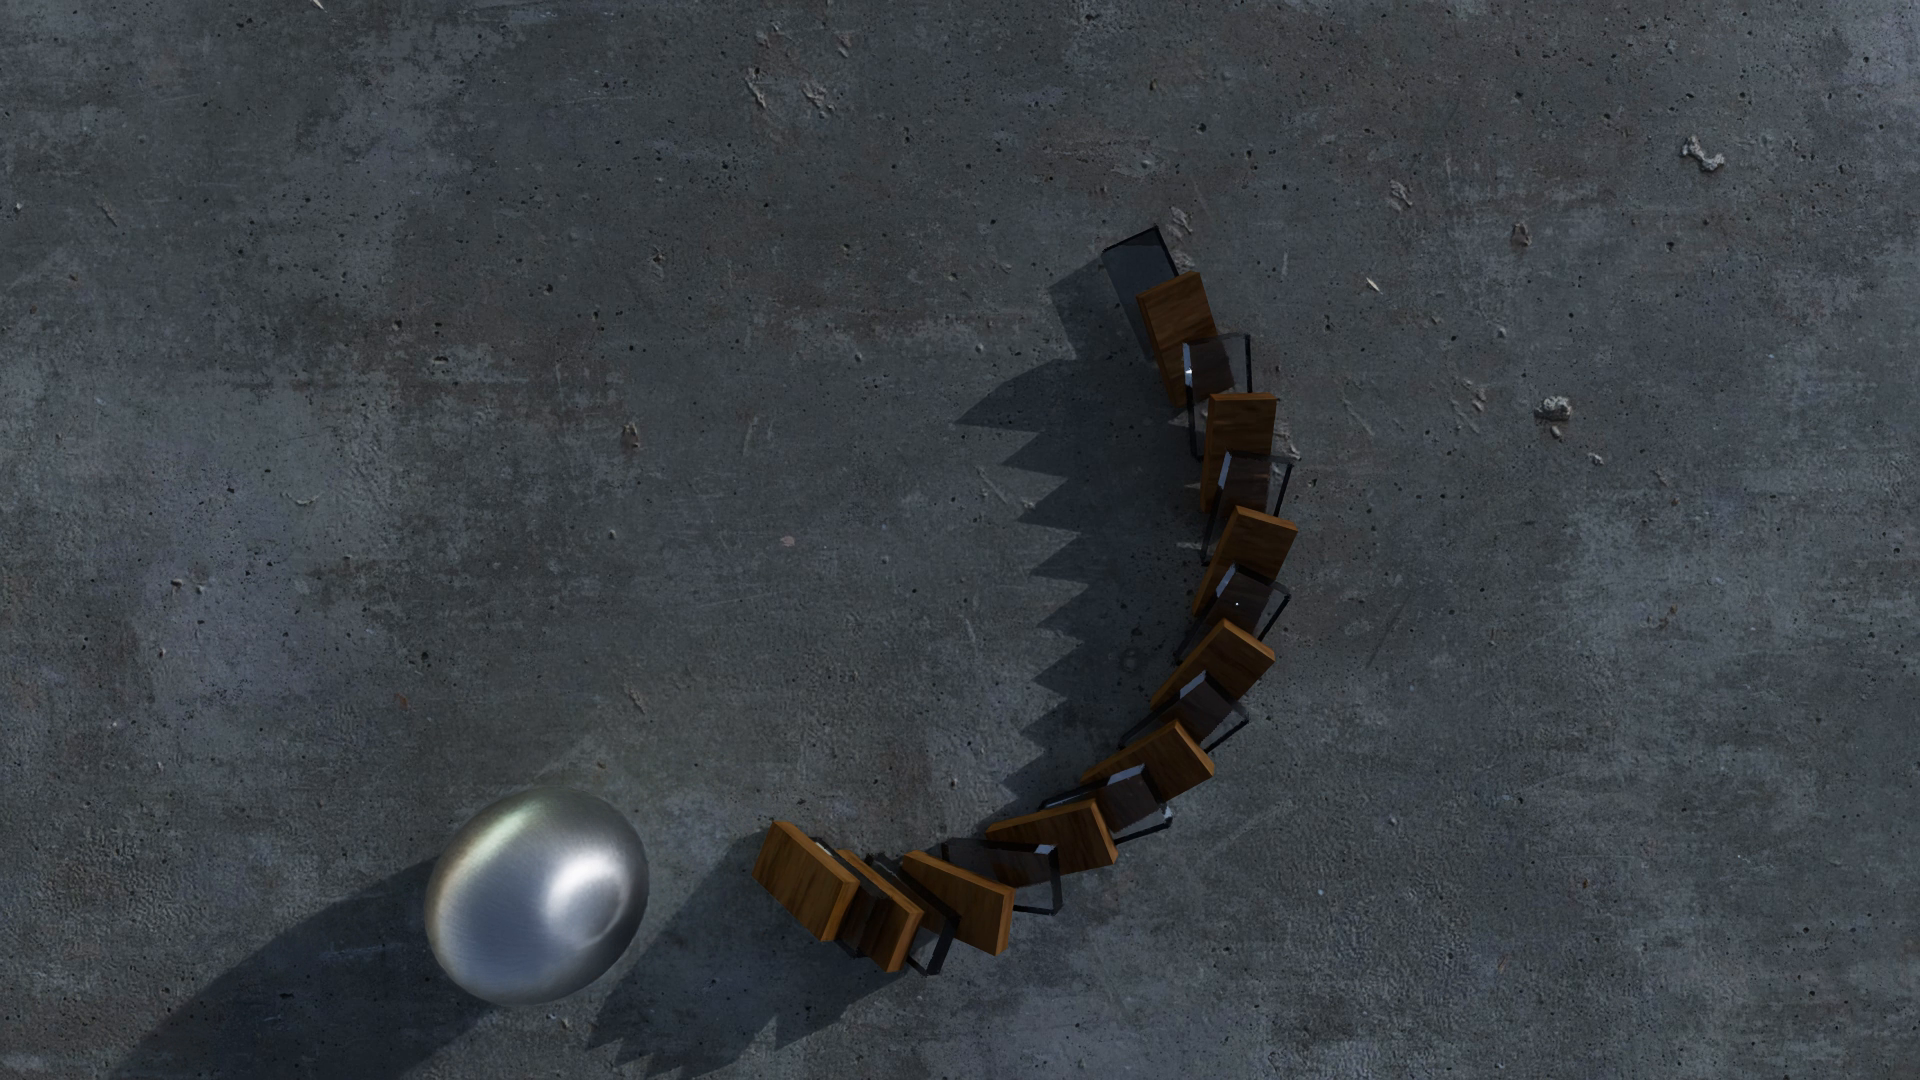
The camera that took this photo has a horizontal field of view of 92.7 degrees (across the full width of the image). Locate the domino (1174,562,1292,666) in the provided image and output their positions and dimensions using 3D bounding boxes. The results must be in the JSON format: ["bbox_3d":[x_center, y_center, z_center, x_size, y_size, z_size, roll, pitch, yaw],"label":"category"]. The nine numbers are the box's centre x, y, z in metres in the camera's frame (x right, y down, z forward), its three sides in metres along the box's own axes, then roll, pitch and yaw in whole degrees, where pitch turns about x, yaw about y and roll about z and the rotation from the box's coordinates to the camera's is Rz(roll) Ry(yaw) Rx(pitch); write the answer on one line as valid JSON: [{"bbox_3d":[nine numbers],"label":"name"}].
[{"bbox_3d":[0.114,0.036,0.385,0.025,0.009,0.050,25,115,0],"label":"domino"}]

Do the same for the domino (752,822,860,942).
[{"bbox_3d":[-0.065,0.140,0.380,0.050,0.010,0.025,22,90,42],"label":"domino"}]

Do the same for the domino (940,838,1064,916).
[{"bbox_3d":[0.017,0.140,0.384,0.050,0.010,0.025,-6,90,30],"label":"domino"}]

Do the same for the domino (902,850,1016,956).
[{"bbox_3d":[-0.002,0.150,0.382,0.050,0.010,0.025,9,92,33],"label":"domino"}]

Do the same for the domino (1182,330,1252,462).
[{"bbox_3d":[0.109,-0.060,0.386,0.025,0.009,0.050,-11,113,0],"label":"domino"}]

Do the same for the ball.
[{"bbox_3d":[-0.164,0.138,0.360,0.080,0.080,0.080,0,90,0],"label":"ball"}]

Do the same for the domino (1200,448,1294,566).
[{"bbox_3d":[0.119,-0.012,0.385,0.025,0.010,0.050,8,115,0],"label":"domino"}]

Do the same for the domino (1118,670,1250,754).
[{"bbox_3d":[0.093,0.080,0.385,0.025,0.009,0.050,44,115,0],"label":"domino"}]

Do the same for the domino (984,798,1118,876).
[{"bbox_3d":[0.038,0.128,0.385,0.050,0.009,0.025,-22,90,24],"label":"domino"}]

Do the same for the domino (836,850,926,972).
[{"bbox_3d":[-0.039,0.152,0.380,0.050,0.010,0.025,22,90,42],"label":"domino"}]

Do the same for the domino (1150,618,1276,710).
[{"bbox_3d":[0.105,0.059,0.385,0.025,0.009,0.050,34,116,0],"label":"domino"}]

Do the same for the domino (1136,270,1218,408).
[{"bbox_3d":[0.094,-0.084,0.385,0.025,0.010,0.050,-25,114,0],"label":"domino"}]

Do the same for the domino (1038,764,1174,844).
[{"bbox_3d":[0.061,0.115,0.385,0.050,0.009,0.025,-28,91,25],"label":"domino"}]

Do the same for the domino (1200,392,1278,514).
[{"bbox_3d":[0.116,-0.036,0.385,0.025,0.009,0.050,-2,115,0],"label":"domino"}]

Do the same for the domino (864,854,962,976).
[{"bbox_3d":[-0.024,0.154,0.380,0.050,0.009,0.025,22,90,42],"label":"domino"}]

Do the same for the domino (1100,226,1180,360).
[{"bbox_3d":[0.083,-0.106,0.395,0.025,0.009,0.050,-24,90,0],"label":"domino"}]

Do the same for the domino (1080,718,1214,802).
[{"bbox_3d":[0.078,0.098,0.385,0.050,0.009,0.025,-38,90,25],"label":"domino"}]

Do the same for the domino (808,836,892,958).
[{"bbox_3d":[-0.052,0.147,0.380,0.050,0.009,0.025,22,90,42],"label":"domino"}]

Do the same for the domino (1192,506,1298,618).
[{"bbox_3d":[0.119,0.013,0.385,0.025,0.009,0.050,16,115,0],"label":"domino"}]
